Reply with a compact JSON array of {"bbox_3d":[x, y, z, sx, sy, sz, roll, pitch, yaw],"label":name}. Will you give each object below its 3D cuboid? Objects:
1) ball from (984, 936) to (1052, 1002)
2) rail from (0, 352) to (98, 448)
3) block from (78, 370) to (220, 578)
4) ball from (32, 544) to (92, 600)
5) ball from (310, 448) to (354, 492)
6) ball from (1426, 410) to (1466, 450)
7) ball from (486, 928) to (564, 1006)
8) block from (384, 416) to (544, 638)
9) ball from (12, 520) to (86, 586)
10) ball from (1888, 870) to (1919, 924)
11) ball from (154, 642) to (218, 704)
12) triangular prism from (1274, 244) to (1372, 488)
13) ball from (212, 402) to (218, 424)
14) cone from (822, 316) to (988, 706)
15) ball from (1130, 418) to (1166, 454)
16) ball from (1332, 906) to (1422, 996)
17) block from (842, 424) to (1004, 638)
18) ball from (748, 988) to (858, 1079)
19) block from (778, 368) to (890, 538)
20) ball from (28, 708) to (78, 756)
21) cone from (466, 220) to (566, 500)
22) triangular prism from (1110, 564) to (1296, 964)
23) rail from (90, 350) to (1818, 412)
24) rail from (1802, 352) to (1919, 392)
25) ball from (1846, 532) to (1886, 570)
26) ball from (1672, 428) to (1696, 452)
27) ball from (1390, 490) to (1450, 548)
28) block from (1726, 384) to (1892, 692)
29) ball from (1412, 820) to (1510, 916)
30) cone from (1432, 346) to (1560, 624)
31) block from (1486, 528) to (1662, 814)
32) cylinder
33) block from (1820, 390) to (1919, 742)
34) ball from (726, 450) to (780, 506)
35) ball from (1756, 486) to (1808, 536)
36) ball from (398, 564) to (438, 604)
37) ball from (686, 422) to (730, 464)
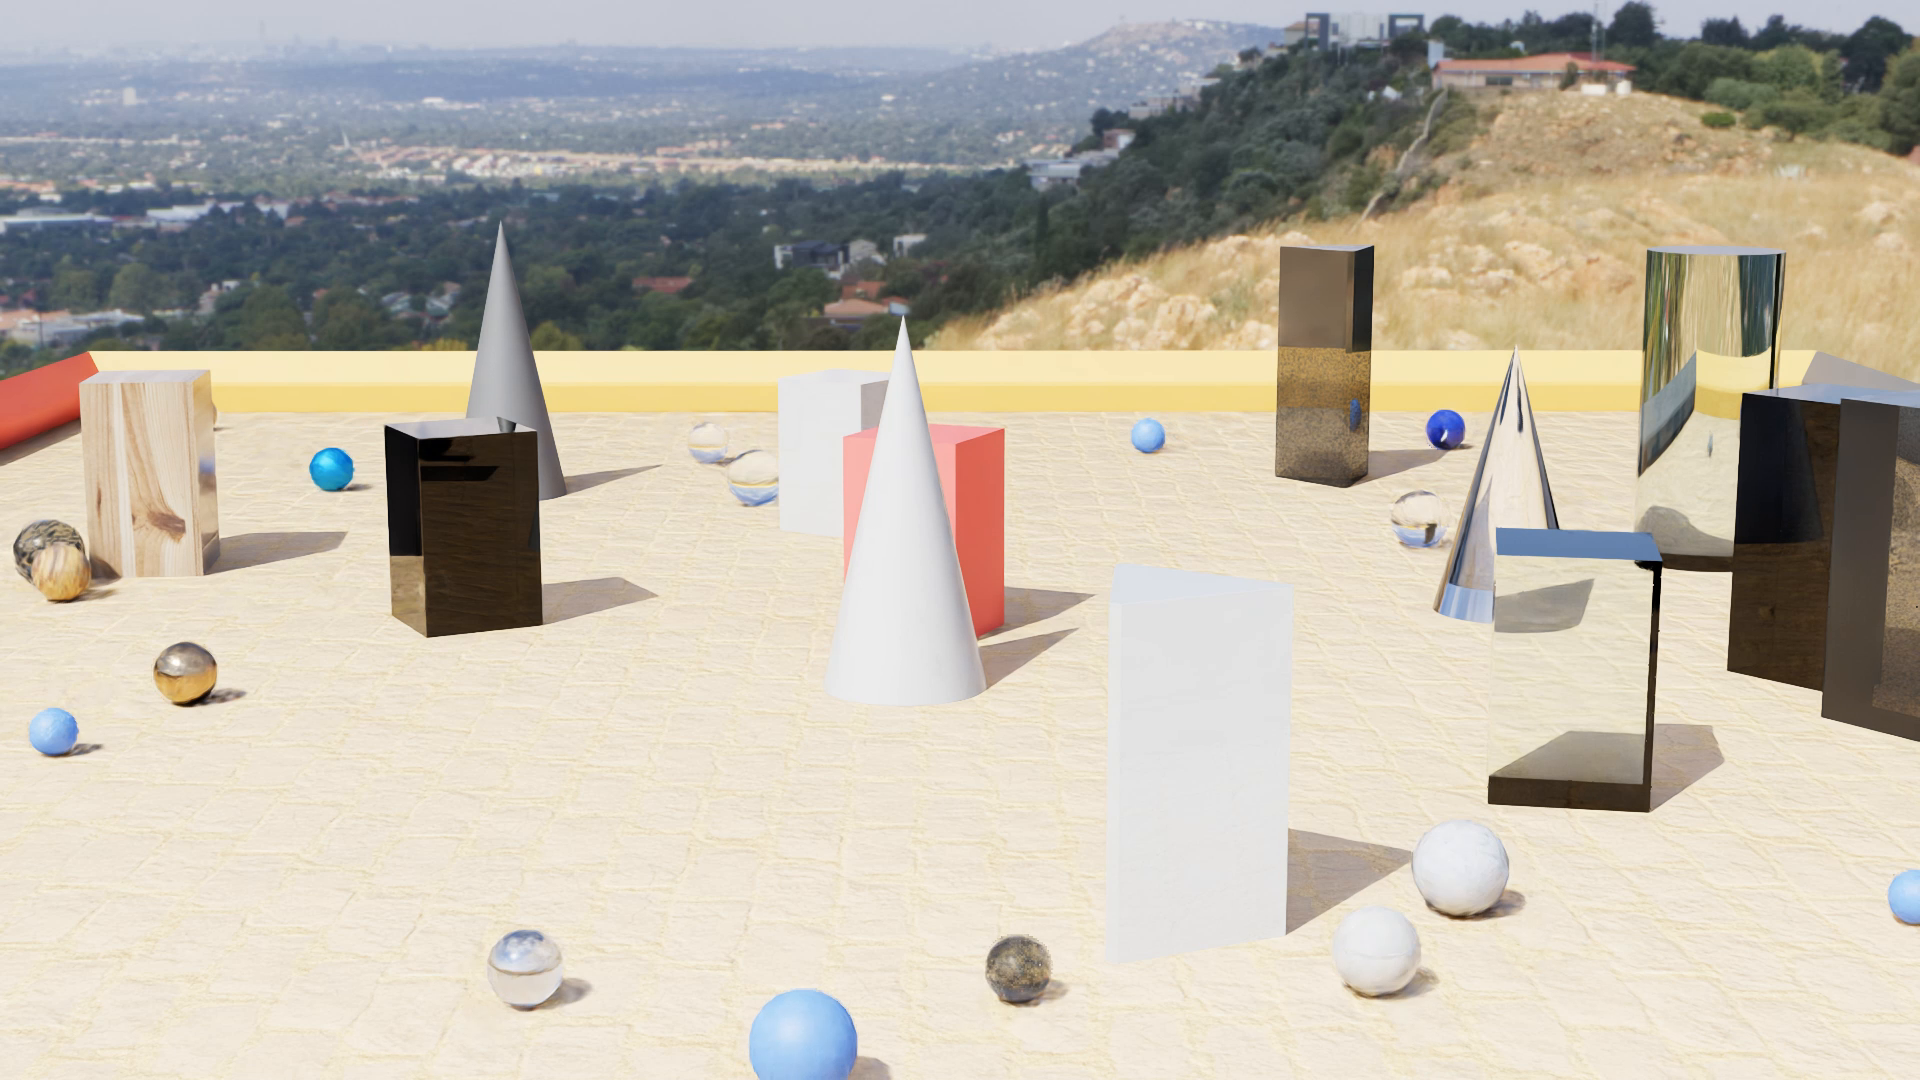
[{"bbox_3d":[0.045,0.337,2.017,0.052,0.052,0.052,0,11,0],"label":"ball"},{"bbox_3d":[-1.807,0.035,3.439,0.045,0.127,4.057,0,11,0],"label":"rail"},{"bbox_3d":[-1.179,-0.099,3.741,0.157,0.281,0.157,-1,11,-7],"label":"block"},{"bbox_3d":[-1.235,0.044,3.528,0.078,0.078,0.078,0,11,0],"label":"ball"},{"bbox_3d":[-1.084,-0.122,4.430,0.075,0.075,0.075,0,11,0],"label":"ball"},{"bbox_3d":[0.930,-0.212,4.913,0.077,0.077,0.077,0,11,0],"label":"ball"},{"bbox_3d":[-0.341,0.335,2.009,0.060,0.060,0.060,0,11,0],"label":"ball"},{"bbox_3d":[-0.655,-0.020,3.381,0.157,0.259,0.157,-6,12,-28],"label":"block"},{"bbox_3d":[-1.280,0.020,3.606,0.098,0.098,0.098,0,11,0],"label":"ball"},{"bbox_3d":[0.820,0.306,2.200,0.047,0.047,0.047,0,11,0],"label":"ball"},{"bbox_3d":[-0.893,0.153,2.958,0.072,0.072,0.072,0,11,0],"label":"ball"},{"bbox_3d":[0.675,-0.313,4.540,0.147,0.411,0.170,-8,13,-38],"label":"triangular prism"},{"bbox_3d":[-1.525,-0.252,5.143,0.071,0.071,0.071,0,11,0],"label":"ball"},{"bbox_3d":[-0.065,-0.044,3.005,0.196,0.442,0.196,0,11,0],"label":"cone"},{"bbox_3d":[0.357,-0.197,4.861,0.067,0.067,0.067,0,11,0],"label":"ball"},{"bbox_3d":[0.330,0.325,2.033,0.071,0.071,0.071,0,11,0],"label":"ball"},{"bbox_3d":[-0.045,-0.010,3.319,0.157,0.261,0.157,5,11,24],"label":"block"},{"bbox_3d":[-0.112,0.359,1.827,0.078,0.078,0.078,0,11,0],"label":"ball"},{"bbox_3d":[-0.177,-0.139,4.065,0.157,0.242,0.157,7,12,31],"label":"block"},{"bbox_3d":[-0.968,0.204,2.738,0.051,0.051,0.051,0,11,0],"label":"ball"},{"bbox_3d":[-0.774,-0.310,4.364,0.196,0.469,0.196,0,11,0],"label":"cone"},{"bbox_3d":[0.169,0.180,2.180,0.170,0.302,0.147,-5,12,-25],"label":"triangular prism"},{"bbox_3d":[-0.012,-0.333,5.420,3.662,0.127,0.045,0,11,0],"label":"rail"},{"bbox_3d":[1.807,0.031,3.459,0.045,0.127,4.057,0,11,0],"label":"rail"},{"bbox_3d":[1.319,0.017,3.735,0.057,0.057,0.057,0,11,0],"label":"ball"},{"bbox_3d":[1.378,-0.190,4.887,0.044,0.044,0.044,0,11,0],"label":"ball"},{"bbox_3d":[0.701,-0.032,3.909,0.089,0.089,0.089,0,11,0],"label":"ball"},{"bbox_3d":[1.043,-0.006,3.076,0.157,0.341,0.157,-8,13,-37],"label":"block"},{"bbox_3d":[0.434,0.284,2.223,0.083,0.083,0.083,0,11,0],"label":"ball"},{"bbox_3d":[0.738,-0.084,3.439,0.196,0.362,0.196,0,11,0],"label":"cone"},{"bbox_3d":[0.618,0.128,2.596,0.157,0.253,0.157,2,11,11],"label":"block"},{"bbox_3d":[1.102,-0.197,3.780,0.196,0.459,0.196,0,11,0],"label":"cylinder"},{"bbox_3d":[1.082,0.026,2.845,0.157,0.363,0.157,-7,12,-33],"label":"block"},{"bbox_3d":[-0.341,-0.103,4.276,0.095,0.095,0.095,0,11,0],"label":"ball"},{"bbox_3d":[1.232,-0.044,3.844,0.075,0.075,0.075,0,11,0],"label":"ball"},{"bbox_3d":[-0.741,0.060,3.509,0.054,0.054,0.054,0,11,0],"label":"ball"},{"bbox_3d":[-0.464,-0.179,4.733,0.078,0.078,0.078,0,11,0],"label":"ball"}]
